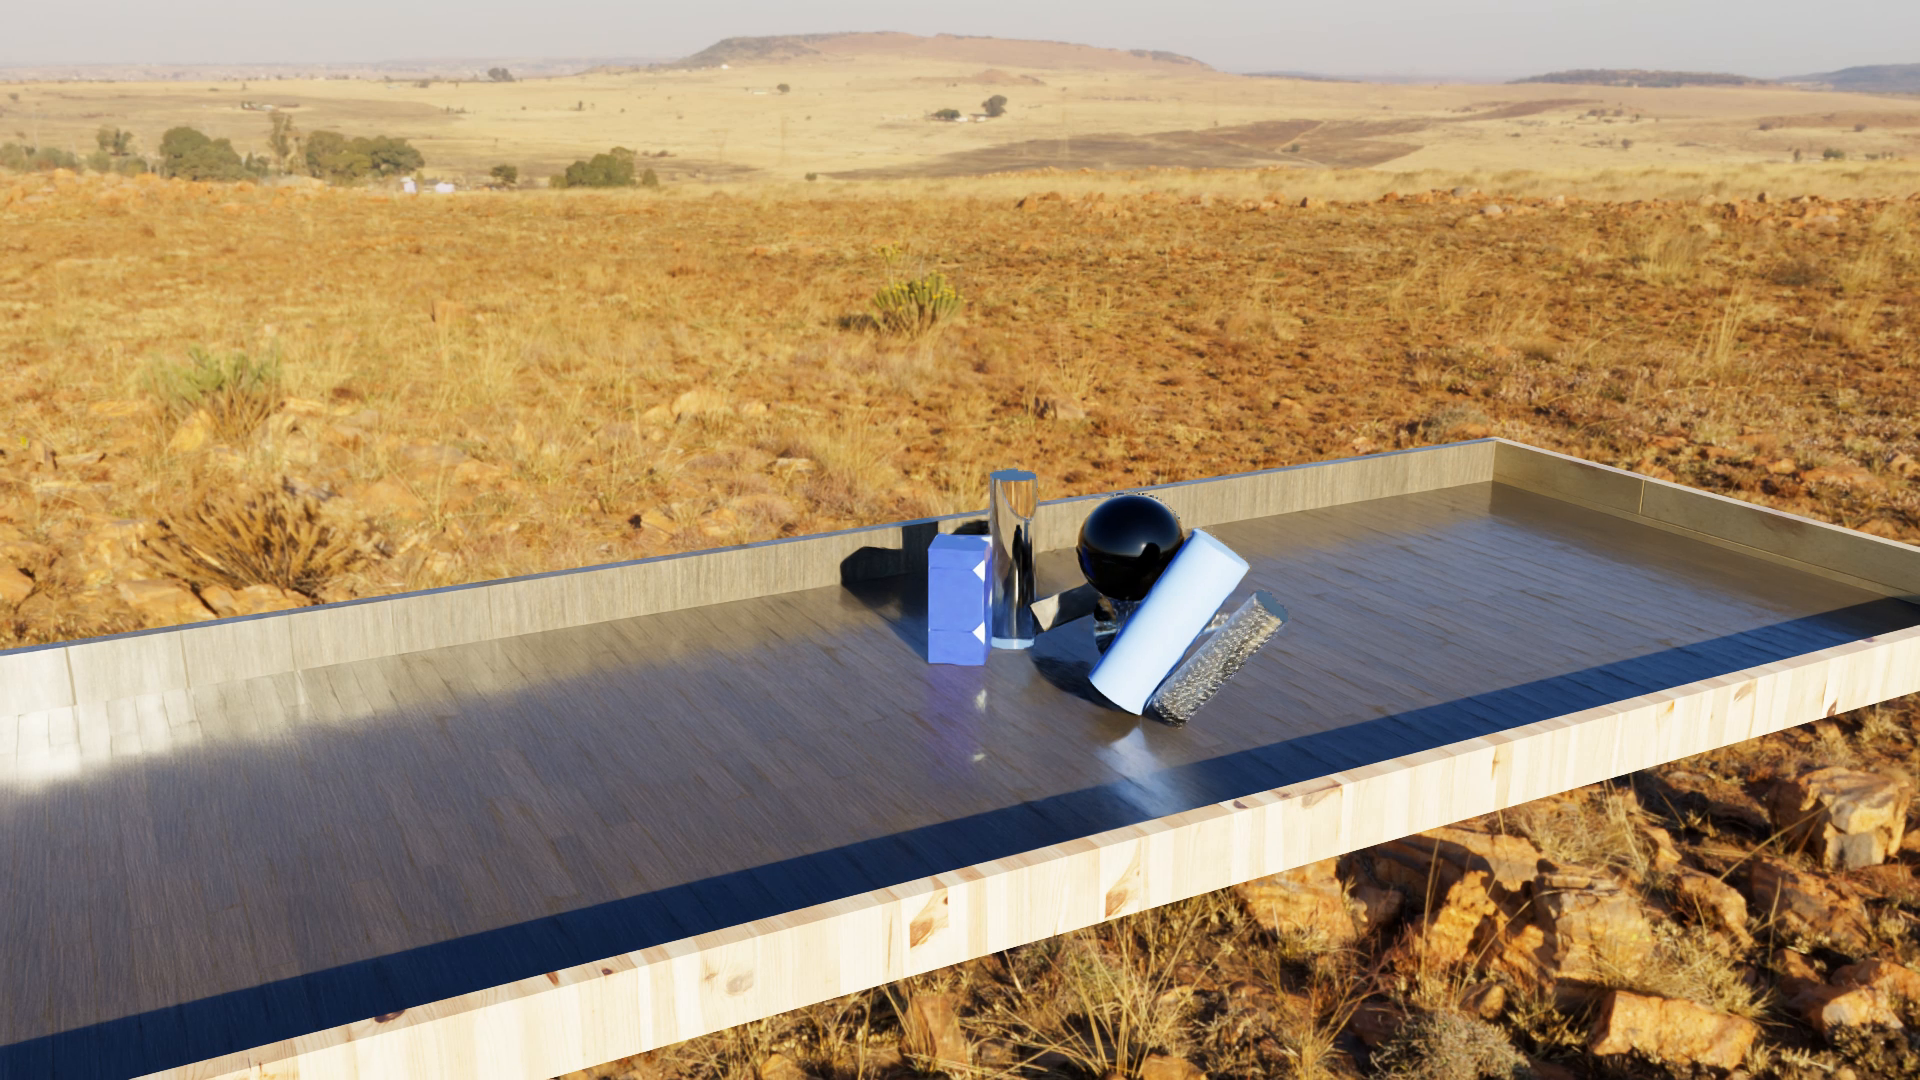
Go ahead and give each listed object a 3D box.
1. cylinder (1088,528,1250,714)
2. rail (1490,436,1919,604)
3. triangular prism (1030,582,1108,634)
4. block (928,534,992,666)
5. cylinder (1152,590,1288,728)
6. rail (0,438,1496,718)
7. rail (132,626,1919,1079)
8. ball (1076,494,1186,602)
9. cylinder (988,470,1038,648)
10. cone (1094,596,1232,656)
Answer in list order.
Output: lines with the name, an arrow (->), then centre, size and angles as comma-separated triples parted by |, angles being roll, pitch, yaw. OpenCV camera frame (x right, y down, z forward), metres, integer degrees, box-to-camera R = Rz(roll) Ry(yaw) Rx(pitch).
cylinder -> 0.492, 0.194, 3.901 | 0.158, 0.434, 0.158 | 33, 12, -8
rail -> 2.466, -0.048, 5.253 | 0.050, 0.150, 2.100 | -9, 18, -27
triangular prism -> 0.340, 0.155, 4.383 | 0.313, 0.077, 0.089 | -20, -6, -13
block -> 0.002, 0.153, 4.287 | 0.146, 0.307, 0.146 | 3, 16, 8
cylinder -> 0.598, 0.276, 3.808 | 0.100, 0.361, 0.100 | 34, 23, -17
rail -> -3.305, 0.497, 3.399 | 12.000, 0.150, 0.050 | -9, 18, -27
rail -> -2.336, 1.006, 1.665 | 12.000, 0.150, 0.050 | -9, 18, -27
ball -> 0.430, 0.019, 4.151 | 0.273, 0.273, 0.273 | 0, 16, 0
cylinder -> 0.138, 0.051, 4.366 | 0.126, 0.458, 0.126 | 0, 16, 0
cone -> 0.588, 0.213, 4.248 | 0.459, 0.156, 0.156 | -2, 16, -16
